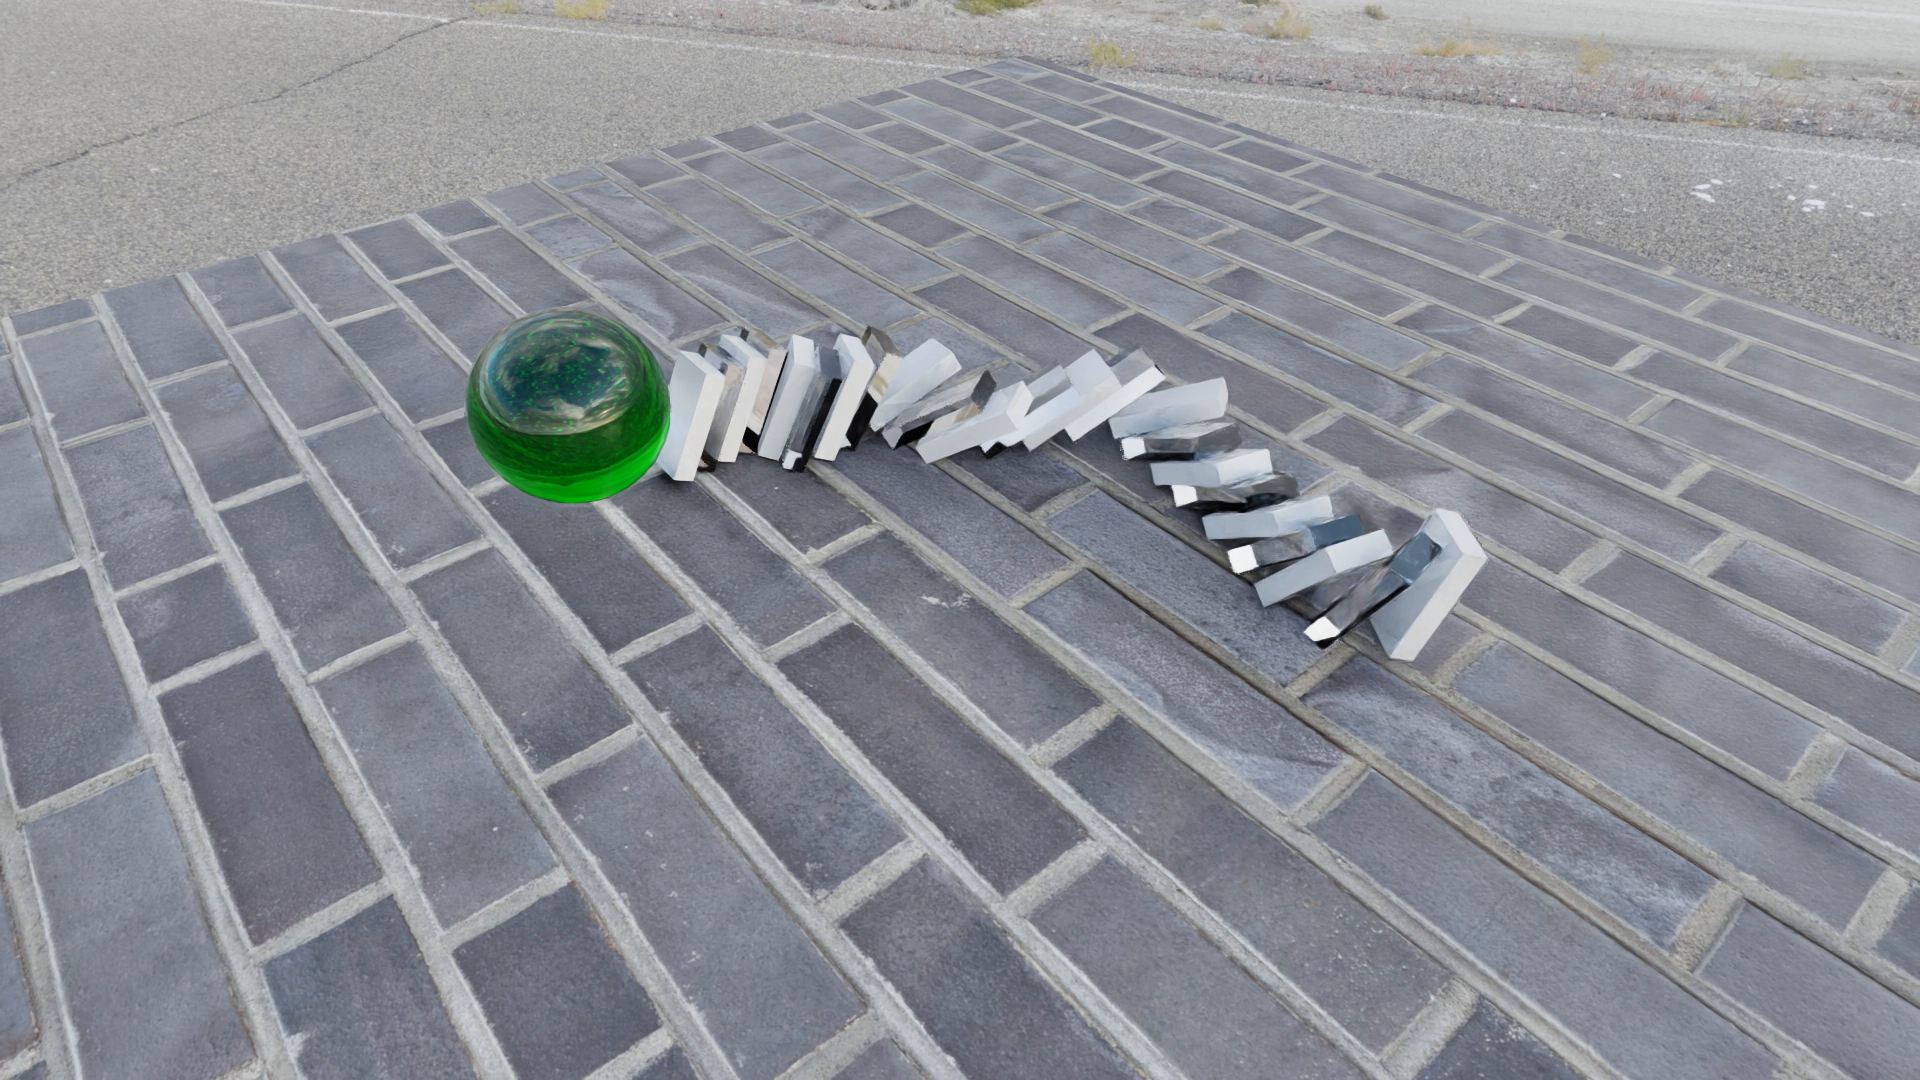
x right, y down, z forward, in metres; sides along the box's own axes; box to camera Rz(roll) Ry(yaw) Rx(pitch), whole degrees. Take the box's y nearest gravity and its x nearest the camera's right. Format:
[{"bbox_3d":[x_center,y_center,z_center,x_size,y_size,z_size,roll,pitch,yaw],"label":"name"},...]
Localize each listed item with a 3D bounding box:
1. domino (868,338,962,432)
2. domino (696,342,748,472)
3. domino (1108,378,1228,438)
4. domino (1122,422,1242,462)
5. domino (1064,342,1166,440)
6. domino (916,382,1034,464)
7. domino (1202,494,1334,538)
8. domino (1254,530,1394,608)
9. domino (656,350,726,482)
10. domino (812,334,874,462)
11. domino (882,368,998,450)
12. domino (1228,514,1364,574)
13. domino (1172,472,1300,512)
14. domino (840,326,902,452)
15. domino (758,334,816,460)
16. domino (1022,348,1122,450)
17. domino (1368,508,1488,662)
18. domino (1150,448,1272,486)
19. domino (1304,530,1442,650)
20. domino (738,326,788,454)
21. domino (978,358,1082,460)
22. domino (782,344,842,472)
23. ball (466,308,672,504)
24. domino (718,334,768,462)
[{"bbox_3d":[-0.026,-0.073,0.513,0.050,0.010,0.025,-37,35,-4],"label":"domino"},{"bbox_3d":[-0.111,-0.058,0.484,0.010,0.050,0.025,1,30,-45],"label":"domino"},{"bbox_3d":[0.095,-0.060,0.499,0.050,0.010,0.025,-10,24,24],"label":"domino"},{"bbox_3d":[0.095,-0.043,0.477,0.025,0.010,0.050,-20,13,-23],"label":"domino"},{"bbox_3d":[0.067,-0.069,0.506,0.050,0.010,0.025,-34,36,7],"label":"domino"},{"bbox_3d":[0.006,-0.052,0.485,0.050,0.009,0.025,-17,31,34],"label":"domino"},{"bbox_3d":[0.120,-0.009,0.431,0.025,0.009,0.050,-16,4,-18],"label":"domino"},{"bbox_3d":[0.132,0.011,0.401,0.025,0.050,0.009,-16,78,-18],"label":"domino"},{"bbox_3d":[-0.119,-0.054,0.478,0.009,0.050,0.025,1,30,-45],"label":"domino"},{"bbox_3d":[-0.055,-0.063,0.489,0.009,0.050,0.025,9,32,-31],"label":"domino"},{"bbox_3d":[-0.009,-0.059,0.495,0.050,0.010,0.025,-19,29,33],"label":"domino"},{"bbox_3d":[0.126,0.002,0.415,0.025,0.050,0.010,-16,86,-18],"label":"domino"},{"bbox_3d":[0.111,-0.020,0.448,0.025,0.009,0.050,-17,10,-19],"label":"domino"},{"bbox_3d":[-0.045,-0.068,0.496,0.010,0.050,0.025,14,30,-33],"label":"domino"},{"bbox_3d":[-0.078,-0.063,0.489,0.009,0.050,0.025,14,35,-22],"label":"domino"},{"bbox_3d":[0.047,-0.064,0.502,0.050,0.009,0.025,-34,39,7],"label":"domino"},{"bbox_3d":[0.165,0.016,0.391,0.010,0.050,0.025,10,38,-12],"label":"domino"},{"bbox_3d":[0.104,-0.030,0.460,0.025,0.010,0.050,-16,9,-20],"label":"domino"},{"bbox_3d":[0.146,0.019,0.390,0.025,0.050,0.010,-34,76,-35],"label":"domino"},{"bbox_3d":[-0.095,-0.067,0.495,0.010,0.050,0.025,1,30,-45],"label":"domino"},{"bbox_3d":[0.028,-0.059,0.497,0.050,0.010,0.025,-32,40,10],"label":"domino"},{"bbox_3d":[-0.066,-0.057,0.482,0.010,0.050,0.025,14,35,-22],"label":"domino"},{"bbox_3d":[-0.161,-0.055,0.455,0.080,0.080,0.080,0,39,0],"label":"ball"},{"bbox_3d":[-0.103,-0.063,0.489,0.010,0.050,0.025,1,30,-45],"label":"domino"}]
